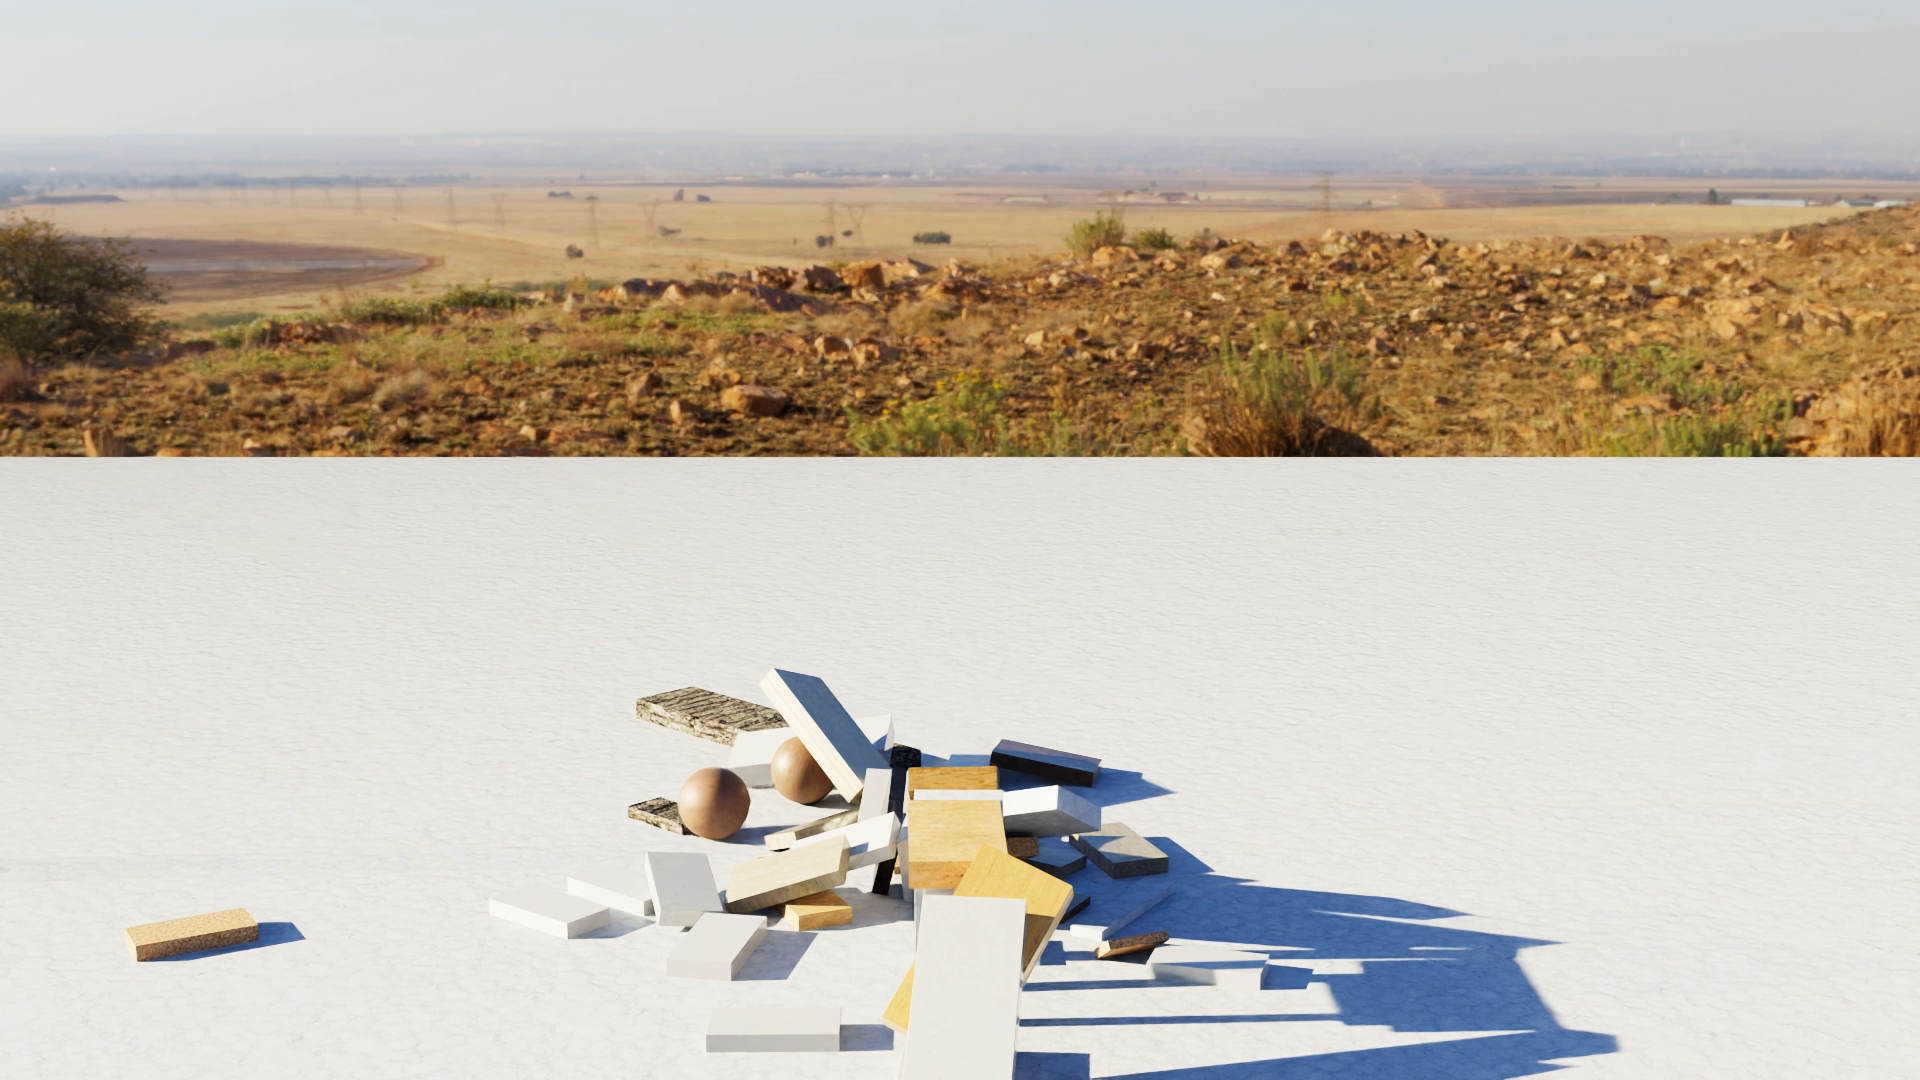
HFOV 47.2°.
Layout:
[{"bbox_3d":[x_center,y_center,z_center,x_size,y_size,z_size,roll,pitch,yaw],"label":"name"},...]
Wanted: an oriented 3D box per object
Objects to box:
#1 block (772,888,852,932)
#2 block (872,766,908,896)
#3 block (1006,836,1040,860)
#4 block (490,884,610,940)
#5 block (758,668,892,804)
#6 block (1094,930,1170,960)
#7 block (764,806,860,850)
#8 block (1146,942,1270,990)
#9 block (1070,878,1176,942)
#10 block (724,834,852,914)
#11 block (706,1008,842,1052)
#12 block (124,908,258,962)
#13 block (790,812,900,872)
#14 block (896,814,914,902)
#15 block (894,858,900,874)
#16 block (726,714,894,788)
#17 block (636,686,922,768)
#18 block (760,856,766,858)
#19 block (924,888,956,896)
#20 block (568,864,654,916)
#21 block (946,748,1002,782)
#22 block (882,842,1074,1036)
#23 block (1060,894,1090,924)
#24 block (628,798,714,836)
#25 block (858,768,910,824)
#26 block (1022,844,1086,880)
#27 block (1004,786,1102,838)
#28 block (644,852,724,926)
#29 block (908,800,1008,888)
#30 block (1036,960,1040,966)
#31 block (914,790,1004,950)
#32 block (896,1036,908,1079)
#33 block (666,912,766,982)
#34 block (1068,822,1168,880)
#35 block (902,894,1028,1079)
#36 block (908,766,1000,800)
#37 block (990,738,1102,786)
[{"bbox_3d":[-0.253,0.591,3.594,0.091,0.026,0.183,-5,12,-24],"label":"block"},{"bbox_3d":[-0.119,0.493,3.744,0.027,0.094,0.245,12,27,-4],"label":"block"},{"bbox_3d":[0.048,0.526,3.689,0.109,0.031,0.218,0,-13,-15],"label":"block"},{"bbox_3d":[-0.663,0.599,3.550,0.184,0.026,0.092,8,13,37],"label":"block"},{"bbox_3d":[-0.237,0.373,4.134,0.311,0.044,0.156,49,17,29],"label":"block"},{"bbox_3d":[0.264,0.622,3.381,0.104,0.015,0.052,-5,-23,-25],"label":"block"},{"bbox_3d":[-0.181,0.499,3.973,0.360,0.026,0.091,-12,-3,-41],"label":"block"},{"bbox_3d":[0.375,0.643,3.318,0.171,0.024,0.086,3,11,17],"label":"block"},{"bbox_3d":[0.268,0.599,3.579,0.054,0.015,0.269,6,12,30],"label":"block"},{"bbox_3d":[-0.280,0.545,3.574,0.202,0.029,0.101,-18,25,13],"label":"block"},{"bbox_3d":[-0.260,0.686,3.080,0.184,0.026,0.092,0,11,-1],"label":"block"},{"bbox_3d":[-1.205,0.618,3.448,0.183,0.026,0.091,-6,12,-30],"label":"block"},{"bbox_3d":[-0.194,0.512,3.631,0.187,0.027,0.094,-18,25,14],"label":"block"},{"bbox_3d":[-0.069,0.515,3.717,0.031,0.109,0.218,-4,15,9],"label":"block"},{"bbox_3d":[-0.108,0.556,3.813,0.047,0.013,0.094,-4,11,-21],"label":"block"},{"bbox_3d":[-0.290,0.413,4.303,0.311,0.044,0.156,-8,20,6],"label":"block"},{"bbox_3d":[-0.389,0.402,4.563,0.723,0.044,0.156,10,15,44],"label":"block"},{"bbox_3d":[-0.292,0.559,3.791,0.109,0.015,0.054,-2,11,-10],"label":"block"},{"bbox_3d":[-0.003,0.469,3.153,0.099,0.028,0.198,0,11,-2],"label":"block"},{"bbox_3d":[-0.554,0.580,3.651,0.184,0.026,0.092,8,13,38],"label":"block"},{"bbox_3d":[0.020,0.470,4.238,0.102,0.029,0.383,1,11,5],"label":"block"},{"bbox_3d":[0.026,0.554,2.934,0.137,0.275,0.039,24,-24,18],"label":"block"},{"bbox_3d":[0.167,0.599,3.582,0.052,0.015,0.104,6,12,28],"label":"block"},{"bbox_3d":[-0.532,0.508,4.049,0.156,0.022,0.078,10,14,42],"label":"block"},{"bbox_3d":[-0.131,0.467,3.928,0.086,0.024,0.171,3,27,2],"label":"block"},{"bbox_3d":[0.132,0.552,3.813,0.157,0.022,0.078,8,13,36],"label":"block"},{"bbox_3d":[0.079,0.455,3.608,0.275,0.039,0.137,-12,-27,32],"label":"block"},{"bbox_3d":[-0.452,0.569,3.588,0.101,0.029,0.202,4,18,-16],"label":"block"},{"bbox_3d":[-0.005,0.434,3.158,0.137,0.039,0.274,0,11,-2],"label":"block"},{"bbox_3d":[0.095,0.632,3.401,0.052,0.015,0.104,-1,11,-1],"label":"block"},{"bbox_3d":[-0.002,0.512,3.349,0.134,0.268,0.038,0,17,1],"label":"block"},{"bbox_3d":[-0.012,0.714,2.893,0.138,0.039,0.275,1,11,4],"label":"block"},{"bbox_3d":[-0.374,0.626,3.395,0.101,0.029,0.202,2,11,10],"label":"block"},{"bbox_3d":[0.276,0.542,3.848,0.102,0.029,0.204,-4,11,-19],"label":"block"},{"bbox_3d":[0.009,0.594,2.847,0.138,0.039,0.275,1,53,7],"label":"block"},{"bbox_3d":[-0.003,0.425,3.457,0.134,0.038,0.268,-1,-28,3],"label":"block"},{"bbox_3d":[0.169,0.437,4.325,0.204,0.029,0.102,11,11,11],"label":"block"}]
